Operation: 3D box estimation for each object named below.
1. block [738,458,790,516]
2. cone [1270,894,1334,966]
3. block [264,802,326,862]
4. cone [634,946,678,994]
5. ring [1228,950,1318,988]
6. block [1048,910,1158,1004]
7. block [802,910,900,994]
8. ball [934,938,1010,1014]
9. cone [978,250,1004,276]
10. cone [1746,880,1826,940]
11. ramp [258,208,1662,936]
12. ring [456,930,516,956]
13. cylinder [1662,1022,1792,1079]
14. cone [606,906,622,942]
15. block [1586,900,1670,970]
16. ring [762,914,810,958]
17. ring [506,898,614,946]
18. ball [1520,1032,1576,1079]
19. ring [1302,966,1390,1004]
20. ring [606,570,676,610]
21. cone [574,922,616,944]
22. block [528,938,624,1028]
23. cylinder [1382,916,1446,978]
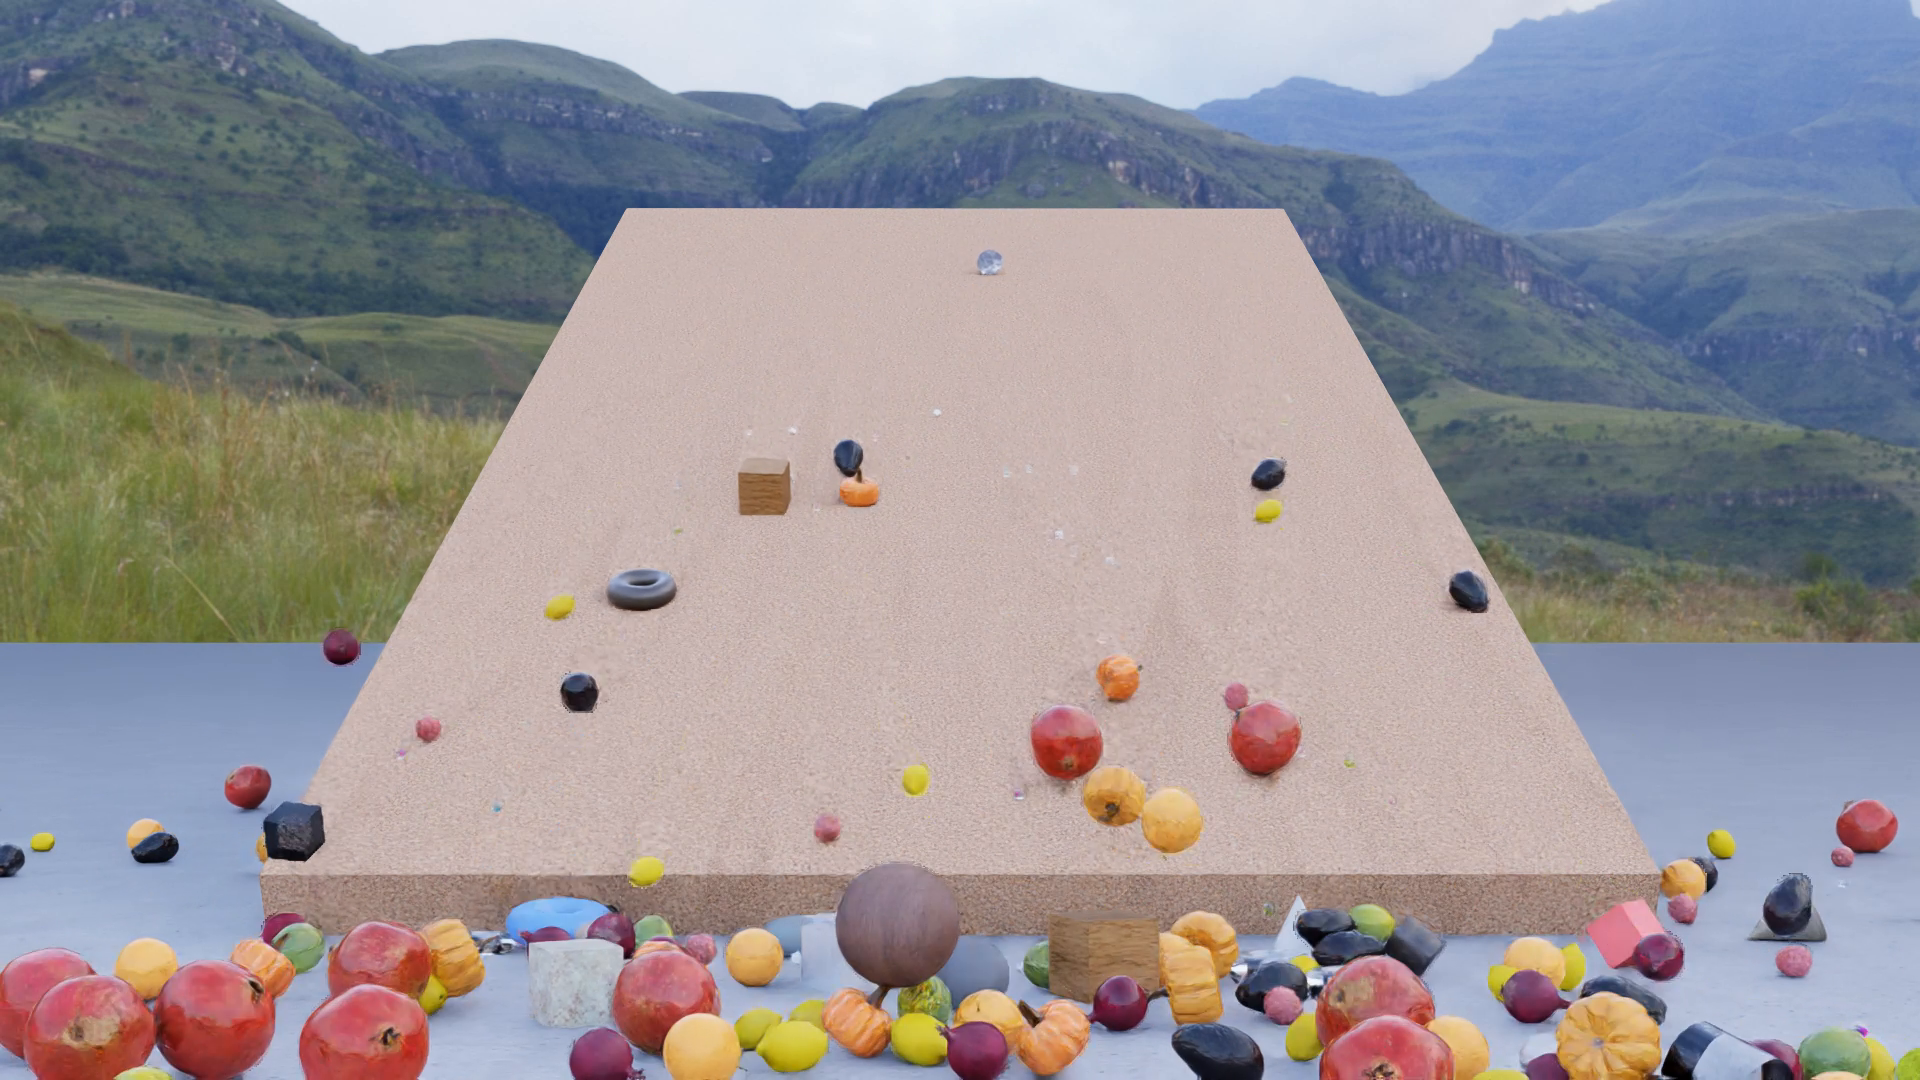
[{"bbox_3d":[-0.392,-0.107,4.607,0.090,0.090,0.090,2,22,5],"label":"block"},{"bbox_3d":[0.449,0.514,3.037,0.090,0.090,0.090,0,-2,0],"label":"cone"},{"bbox_3d":[-0.963,0.423,3.320,0.060,0.060,0.060,5,22,12],"label":"block"},{"bbox_3d":[-0.360,0.534,2.788,0.057,0.057,0.057,1,27,-28],"label":"cone"},{"bbox_3d":[0.389,0.532,2.851,0.112,0.037,0.112,-1,-3,0],"label":"ring"},{"bbox_3d":[0.172,0.498,2.750,0.096,0.096,0.096,1,-3,-27],"label":"block"},{"bbox_3d":[-0.135,0.506,2.818,0.086,0.086,0.086,2,-3,-37],"label":"block"},{"bbox_3d":[0.014,0.498,2.620,0.086,0.086,0.086,0,-2,0],"label":"ball"},{"bbox_3d":[0.083,-0.756,6.309,0.071,0.071,0.071,0,-5,0],"label":"cone"},{"bbox_3d":[1.157,0.546,3.251,0.096,0.096,0.096,-27,-3,0],"label":"cone"},{"bbox_3d":[-0.006,-0.220,5.146,2.000,0.100,4.000,0,22,0],"label":"ramp"},{"bbox_3d":[-0.645,0.549,3.124,0.080,0.027,0.080,1,-3,0],"label":"ring"},{"bbox_3d":[0.660,0.466,1.974,0.077,0.077,0.077,2,13,-33],"label":"cylinder"},{"bbox_3d":[-0.494,0.556,3.259,0.053,0.053,0.053,2,23,-42],"label":"cone"},{"bbox_3d":[0.868,0.513,2.983,0.062,0.062,0.062,2,-39,-46],"label":"block"},{"bbox_3d":[-0.201,0.539,3.118,0.139,0.046,0.139,-1,-1,0],"label":"ring"},{"bbox_3d":[-0.549,0.526,3.145,0.145,0.048,0.145,1,3,0],"label":"ring"},{"bbox_3d":[0.560,0.496,2.185,0.053,0.053,0.053,0,-2,0],"label":"ball"},{"bbox_3d":[0.458,0.528,2.728,0.105,0.035,0.105,0,-4,0],"label":"ring"},{"bbox_3d":[-0.581,0.090,4.179,0.129,0.043,0.129,1,21,0],"label":"ring"},{"bbox_3d":[-0.486,0.526,3.019,0.058,0.058,0.058,1,1,-18],"label":"cone"},{"bbox_3d":[-0.431,0.497,2.576,0.084,0.084,0.084,1,-3,-27],"label":"block"},{"bbox_3d":[0.571,0.512,2.886,0.057,0.057,0.057,38,11,17],"label":"cylinder"}]
